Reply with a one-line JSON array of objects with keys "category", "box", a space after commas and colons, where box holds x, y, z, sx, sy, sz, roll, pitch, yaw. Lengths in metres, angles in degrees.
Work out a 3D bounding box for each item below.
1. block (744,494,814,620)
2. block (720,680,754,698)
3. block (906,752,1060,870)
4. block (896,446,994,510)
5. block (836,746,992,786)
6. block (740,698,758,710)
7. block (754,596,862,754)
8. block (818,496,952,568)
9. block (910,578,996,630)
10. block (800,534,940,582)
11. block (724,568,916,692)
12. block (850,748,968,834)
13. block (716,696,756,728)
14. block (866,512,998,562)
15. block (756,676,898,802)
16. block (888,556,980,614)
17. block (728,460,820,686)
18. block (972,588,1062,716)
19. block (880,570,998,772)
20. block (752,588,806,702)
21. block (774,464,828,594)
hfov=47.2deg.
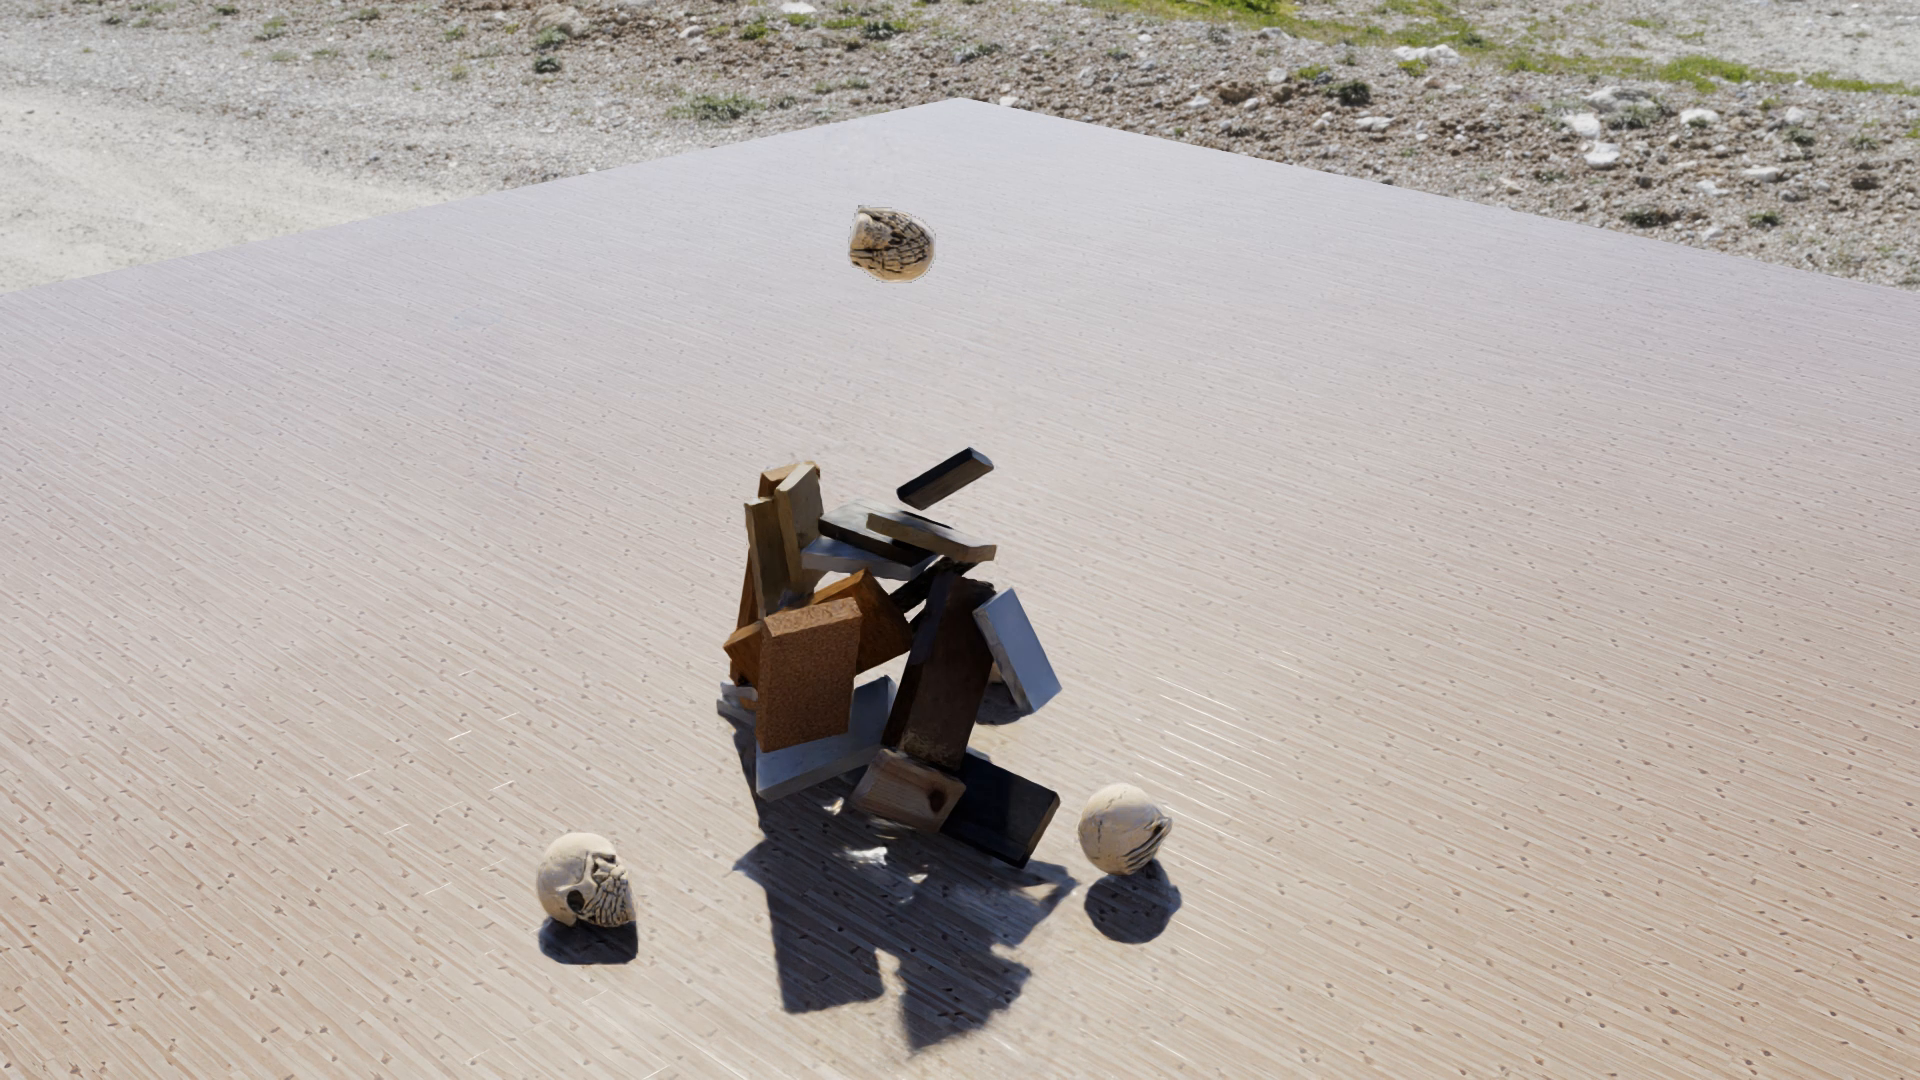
[{"category": "block", "box": [-0.365, 0.083, 4.555, 0.118, 0.360, 0.034, -16, 20, -30]}, {"category": "block", "box": [-0.440, 0.320, 4.826, 0.094, 0.027, 0.189, -15, 8, -31]}, {"category": "block", "box": [0.022, 0.512, 4.330, 0.316, 0.045, 0.158, 22, 67, 25]}, {"category": "block", "box": [-0.030, -0.122, 4.438, 0.181, 0.026, 0.090, -29, -26, 20]}, {"category": "block", "box": [-0.113, 0.452, 4.454, 0.316, 0.045, 0.158, 22, 66, 19]}, {"category": "block", "box": [-0.388, 0.346, 4.766, 0.095, 0.027, 0.189, -16, 9, -34]}, {"category": "block", "box": [-0.294, 0.263, 4.238, 0.178, 0.356, 0.050, -13, 51, -20]}, {"category": "block", "box": [-0.149, -0.018, 4.393, 0.251, 0.036, 0.126, 19, 35, 37]}, {"category": "block", "box": [-0.020, 0.141, 4.475, 0.090, 0.181, 0.026, 11, 48, -43]}, {"category": "block", "box": [-0.179, 0.026, 4.407, 0.251, 0.036, 0.126, 7, 28, 28]}, {"category": "block", "box": [-0.280, 0.203, 4.391, 0.356, 0.178, 0.050, -26, 22, 28]}, {"category": "block", "box": [-0.097, 0.482, 4.203, 0.229, 0.114, 0.032, 27, 8, -45]}, {"category": "block", "box": [-0.392, 0.391, 4.805, 0.315, 0.027, 0.095, 20, 30, 39]}, {"category": "block", "box": [-0.055, -0.006, 4.240, 0.229, 0.032, 0.114, 19, 10, 27]}, {"category": "block", "box": [-0.268, 0.402, 4.442, 0.316, 0.045, 0.158, -23, 46, 19]}, {"category": "block", "box": [-0.107, 0.116, 4.409, 0.318, 0.026, 0.090, -35, -16, 28]}, {"category": "block", "box": [-0.398, 0.076, 4.692, 0.126, 0.540, 0.036, -16, 43, -36]}, {"category": "block", "box": [0.112, 0.218, 4.305, 0.032, 0.229, 0.114, -22, 7, 36]}, {"category": "block", "box": [-0.024, 0.256, 4.304, 0.050, 0.356, 0.178, 9, -13, 45]}, {"category": "block", "box": [-0.340, 0.231, 4.547, 0.118, 0.237, 0.034, 16, 0, -24]}, {"category": "block", "box": [-0.318, -0.023, 4.489, 0.034, 0.237, 0.118, 5, 30, 25]}]
